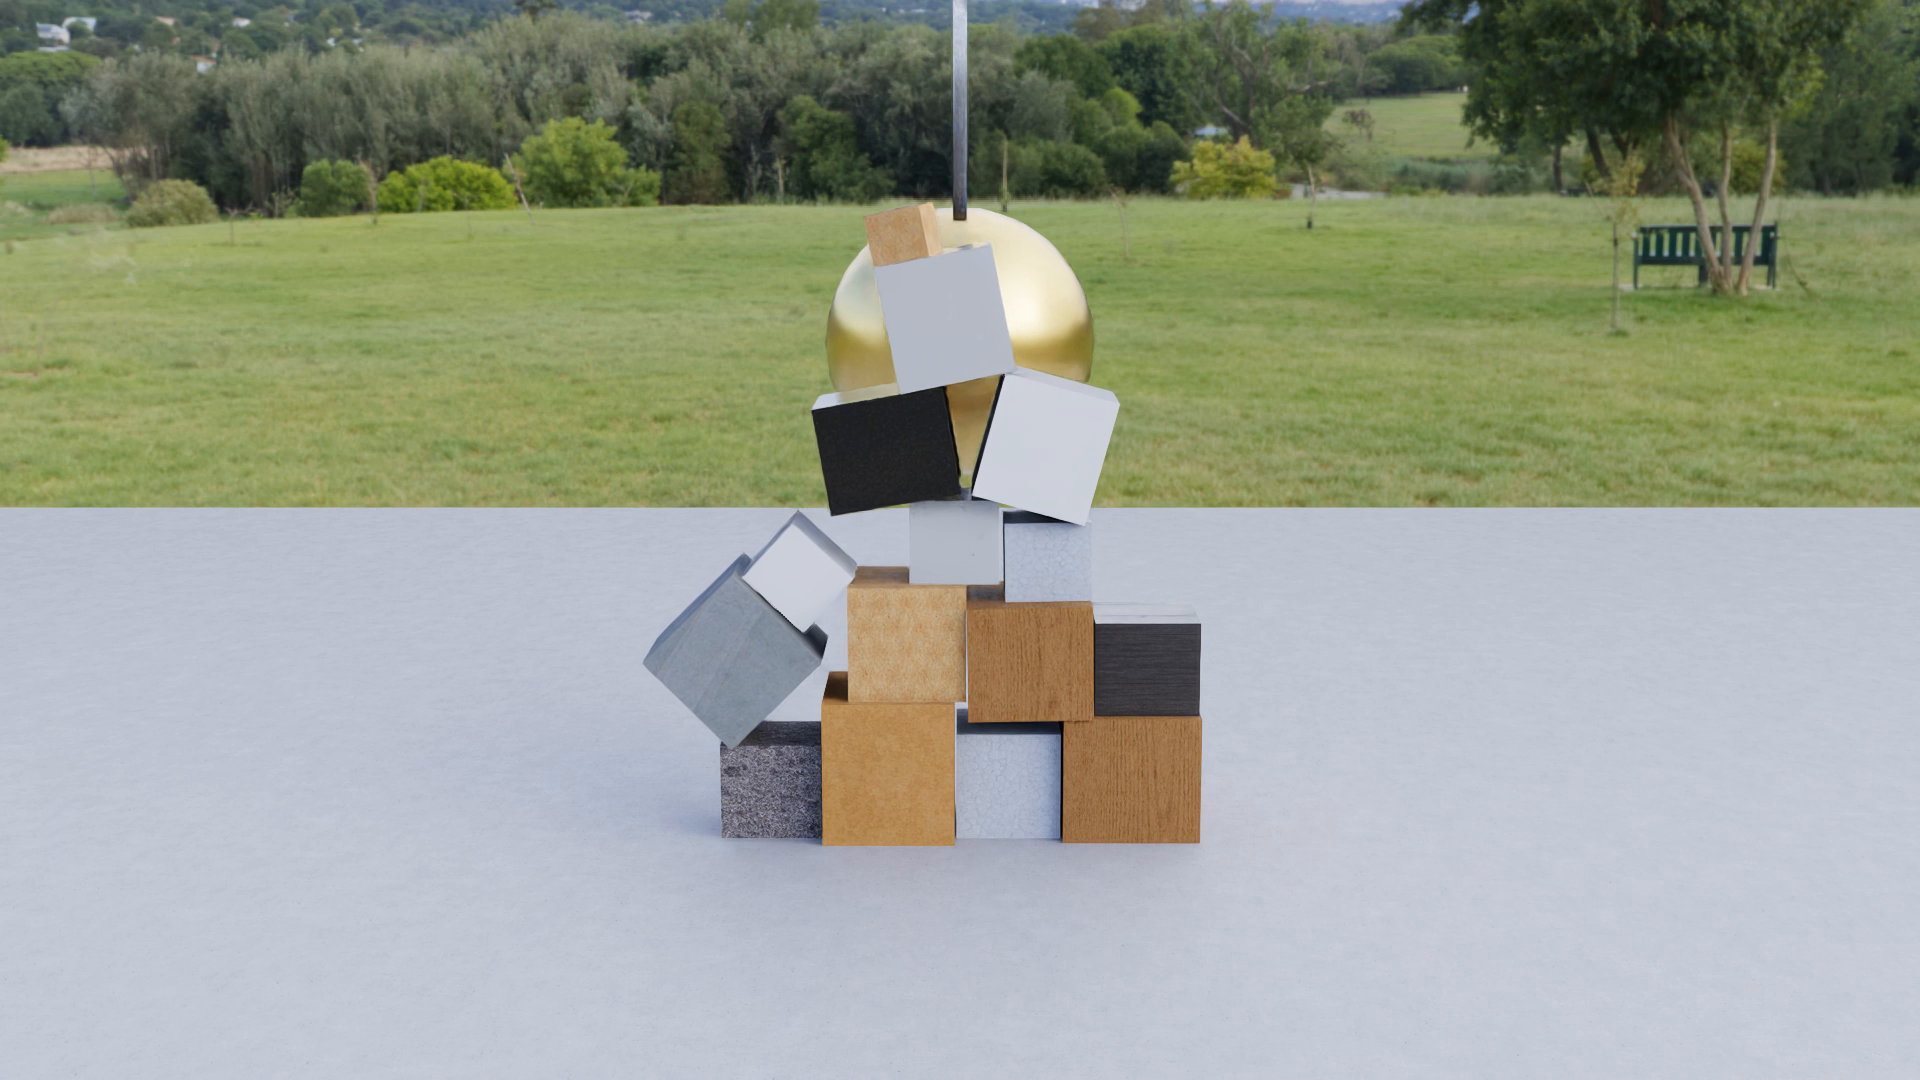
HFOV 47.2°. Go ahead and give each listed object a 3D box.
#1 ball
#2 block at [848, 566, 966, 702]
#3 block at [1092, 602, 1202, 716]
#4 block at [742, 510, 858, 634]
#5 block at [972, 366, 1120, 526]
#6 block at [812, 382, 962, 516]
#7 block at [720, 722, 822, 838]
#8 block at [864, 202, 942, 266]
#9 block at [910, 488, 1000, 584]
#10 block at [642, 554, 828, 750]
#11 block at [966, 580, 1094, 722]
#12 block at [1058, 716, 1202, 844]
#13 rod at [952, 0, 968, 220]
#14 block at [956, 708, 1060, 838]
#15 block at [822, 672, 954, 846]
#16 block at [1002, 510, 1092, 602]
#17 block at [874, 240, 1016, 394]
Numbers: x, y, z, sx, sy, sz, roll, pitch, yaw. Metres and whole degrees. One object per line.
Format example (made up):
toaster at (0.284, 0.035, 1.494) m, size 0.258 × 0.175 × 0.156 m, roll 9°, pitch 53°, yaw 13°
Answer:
ball at (0.000, -1.171, 13.076) m, size 1.600 × 1.600 × 1.600 m, roll 0°, pitch 10°, yaw 0°
block at (-0.264, 0.475, 11.248) m, size 0.591 × 0.580 × 0.590 m, roll 0°, pitch 10°, yaw 0°
block at (0.943, 0.606, 11.281) m, size 0.527 × 0.479 × 0.513 m, roll 0°, pitch 10°, yaw 0°
block at (-0.813, 0.156, 11.207) m, size 0.415 × 0.379 × 0.416 m, roll 42°, pitch 8°, yaw -7°
block at (0.422, -0.491, 11.072) m, size 0.579 × 0.627 × 0.543 m, roll 15°, pitch 10°, yaw -3°
block at (-0.360, -0.486, 11.111) m, size 0.652 × 0.538 × 0.619 m, roll -10°, pitch 10°, yaw 2°
block at (-0.958, 1.237, 11.400) m, size 0.513 × 0.487 × 0.480 m, roll 0°, pitch 10°, yaw 0°
block at (-0.281, -1.515, 10.887) m, size 0.288 × 0.251 × 0.270 m, roll -9°, pitch 10°, yaw 16°
block at (-0.029, -0.025, 11.186) m, size 0.447 × 0.425 × 0.429 m, roll 0°, pitch 10°, yaw 0°
block at (-1.138, 0.560, 11.265) m, size 0.636 × 0.627 × 0.633 m, roll -44°, pitch 7°, yaw 7°
block at (0.350, 0.559, 11.282) m, size 0.627 × 0.577 × 0.710 m, roll -1°, pitch 10°, yaw 0°
block at (0.867, 1.157, 11.396) m, size 0.694 × 0.646 × 0.665 m, roll 0°, pitch 10°, yaw 0°
rod at (0.000, -4.099, 11.349) m, size 0.080 × 5.200 × 0.080 m, roll 0°, pitch 31°, yaw 0°
block at (0.246, 1.205, 11.417) m, size 0.528 × 0.544 × 0.522 m, roll 0°, pitch 10°, yaw 0°
block at (-0.360, 1.118, 11.371) m, size 0.664 × 0.731 × 0.715 m, roll 0°, pitch 10°, yaw 0°
block at (0.442, 0.076, 11.202) m, size 0.436 × 0.399 × 0.400 m, roll -1°, pitch 10°, yaw 0°
block at (-0.076, -1.117, 10.958) m, size 0.581 × 0.624 × 0.550 m, roll -12°, pitch 10°, yaw 1°
